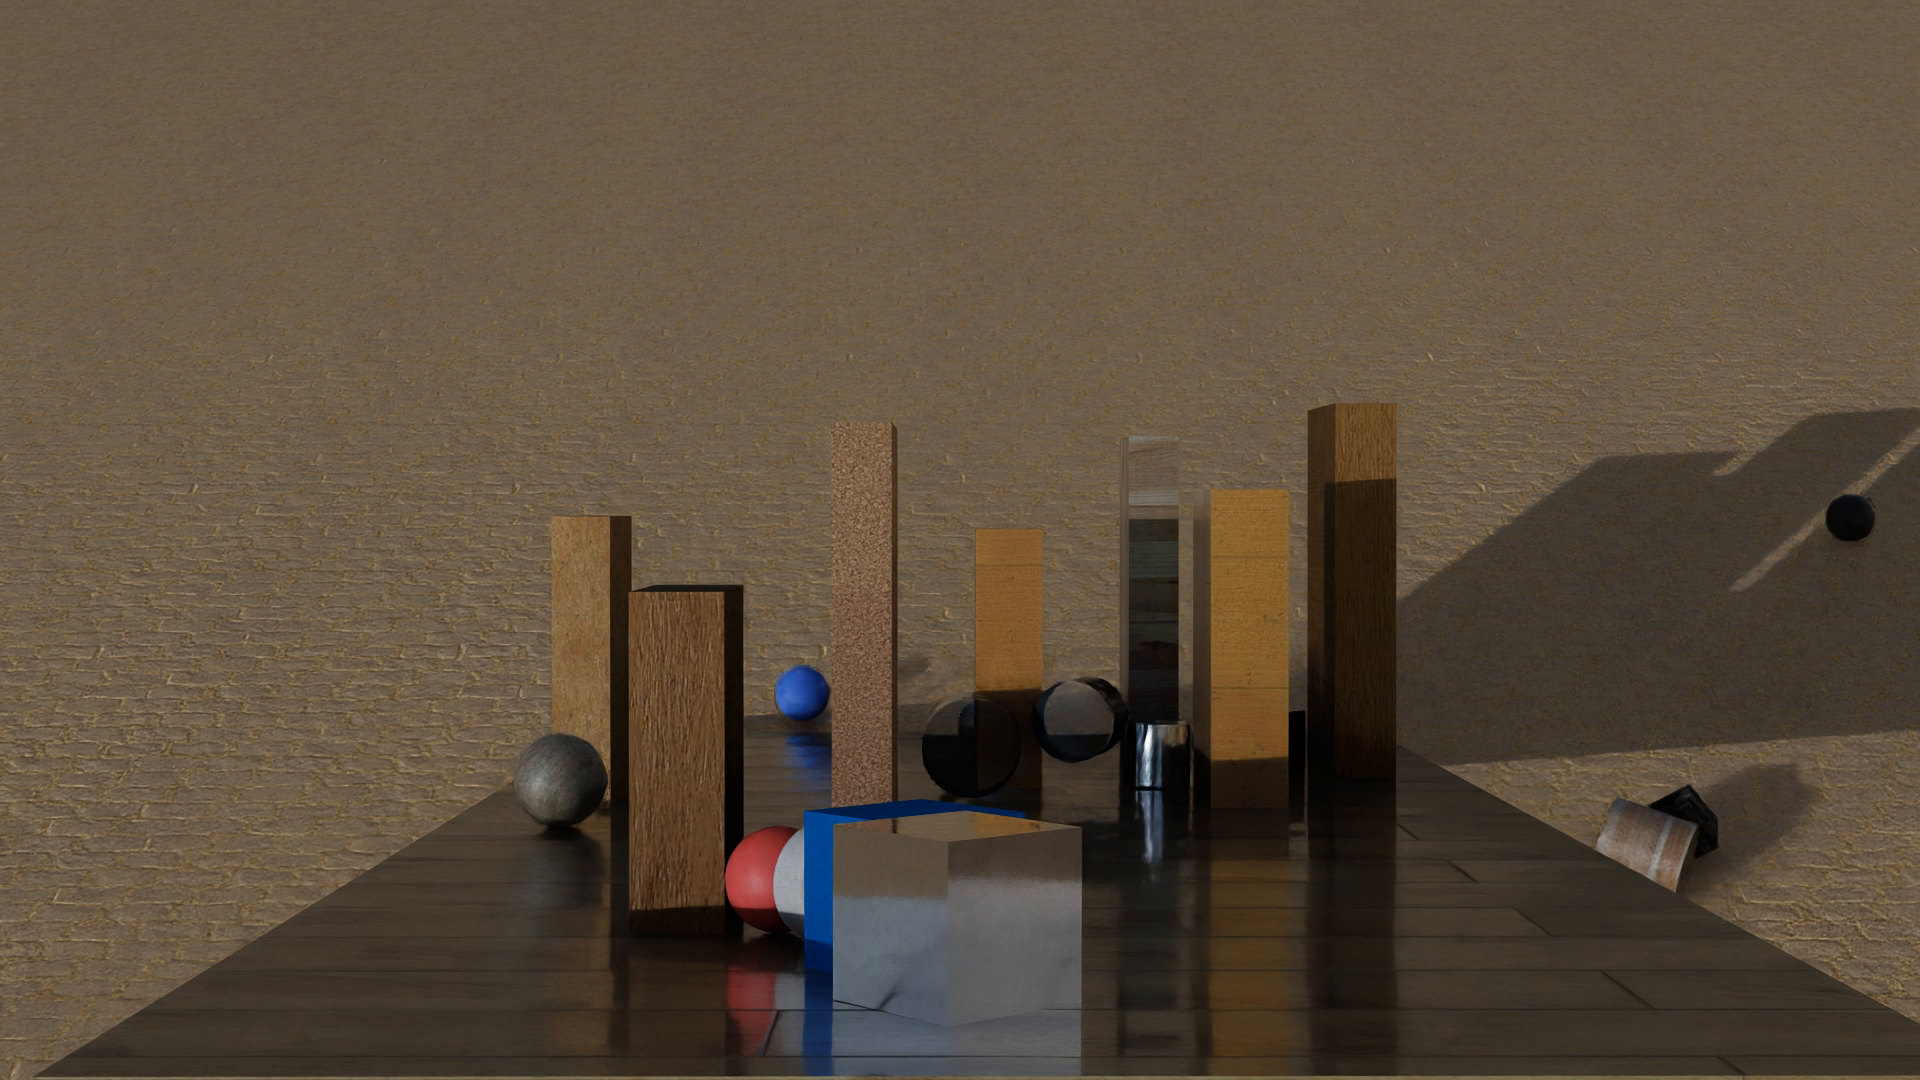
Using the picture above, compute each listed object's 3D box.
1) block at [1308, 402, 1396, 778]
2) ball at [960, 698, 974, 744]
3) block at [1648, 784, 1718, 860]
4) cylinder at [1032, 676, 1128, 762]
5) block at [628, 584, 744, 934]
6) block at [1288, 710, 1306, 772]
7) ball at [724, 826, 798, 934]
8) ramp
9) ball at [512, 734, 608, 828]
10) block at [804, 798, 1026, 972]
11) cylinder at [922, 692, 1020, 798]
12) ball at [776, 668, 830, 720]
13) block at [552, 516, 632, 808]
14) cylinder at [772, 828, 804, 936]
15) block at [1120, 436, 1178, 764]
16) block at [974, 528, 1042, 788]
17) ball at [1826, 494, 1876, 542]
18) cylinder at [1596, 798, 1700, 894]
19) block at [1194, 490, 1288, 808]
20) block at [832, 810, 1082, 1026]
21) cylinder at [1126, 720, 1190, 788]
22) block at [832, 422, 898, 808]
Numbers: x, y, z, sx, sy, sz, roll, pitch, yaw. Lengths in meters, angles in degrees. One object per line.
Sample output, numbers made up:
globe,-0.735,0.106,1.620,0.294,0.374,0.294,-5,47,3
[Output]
block,0.858,0.105,5.678,0.130,0.794,0.429,0,1,0
ball,0.059,0.434,6.181,0.123,0.123,0.123,0,28,0
block,1.743,0.691,6.232,0.121,0.121,0.121,-34,14,28
cylinder,0.245,0.364,5.263,0.164,0.164,0.164,8,3,15
block,-0.382,0.298,3.635,0.129,0.460,0.310,0,1,0
block,0.656,0.436,5.620,0.132,0.132,0.132,-1,1,-36
ball,-0.245,0.458,3.485,0.144,0.144,0.144,0,28,0
ramp,0.063,0.566,4.605,2.000,0.100,4.000,0,1,0
ball,-0.719,0.432,4.644,0.168,0.168,0.168,0,28,0
block,-0.057,0.435,3.217,0.195,0.195,0.195,-1,1,-42
cylinder,0.023,0.410,5.198,0.196,0.196,0.196,0,1,1
ball,-0.415,0.405,6.804,0.141,0.141,0.141,0,28,0
block,-0.722,0.231,5.085,0.111,0.557,0.327,0,1,0
cylinder,-0.136,0.454,3.382,0.156,0.156,0.156,-25,17,-39
block,0.422,0.136,5.786,0.109,0.729,0.323,0,1,0
block,0.100,0.240,5.493,0.136,0.529,0.398,0,1,0
ball,2.652,-0.066,7.695,0.142,0.142,0.142,0,28,0
cylinder,1.620,0.733,6.100,0.197,0.197,0.197,18,32,23
block,0.553,0.205,5.117,0.149,0.608,0.368,0,1,0
block,-0.004,0.433,2.997,0.205,0.205,0.205,-1,1,-41
cylinder,0.409,0.440,5.325,0.129,0.129,0.129,0,-1,0
block,-0.133,0.183,3.653,0.082,0.689,0.330,0,1,0
